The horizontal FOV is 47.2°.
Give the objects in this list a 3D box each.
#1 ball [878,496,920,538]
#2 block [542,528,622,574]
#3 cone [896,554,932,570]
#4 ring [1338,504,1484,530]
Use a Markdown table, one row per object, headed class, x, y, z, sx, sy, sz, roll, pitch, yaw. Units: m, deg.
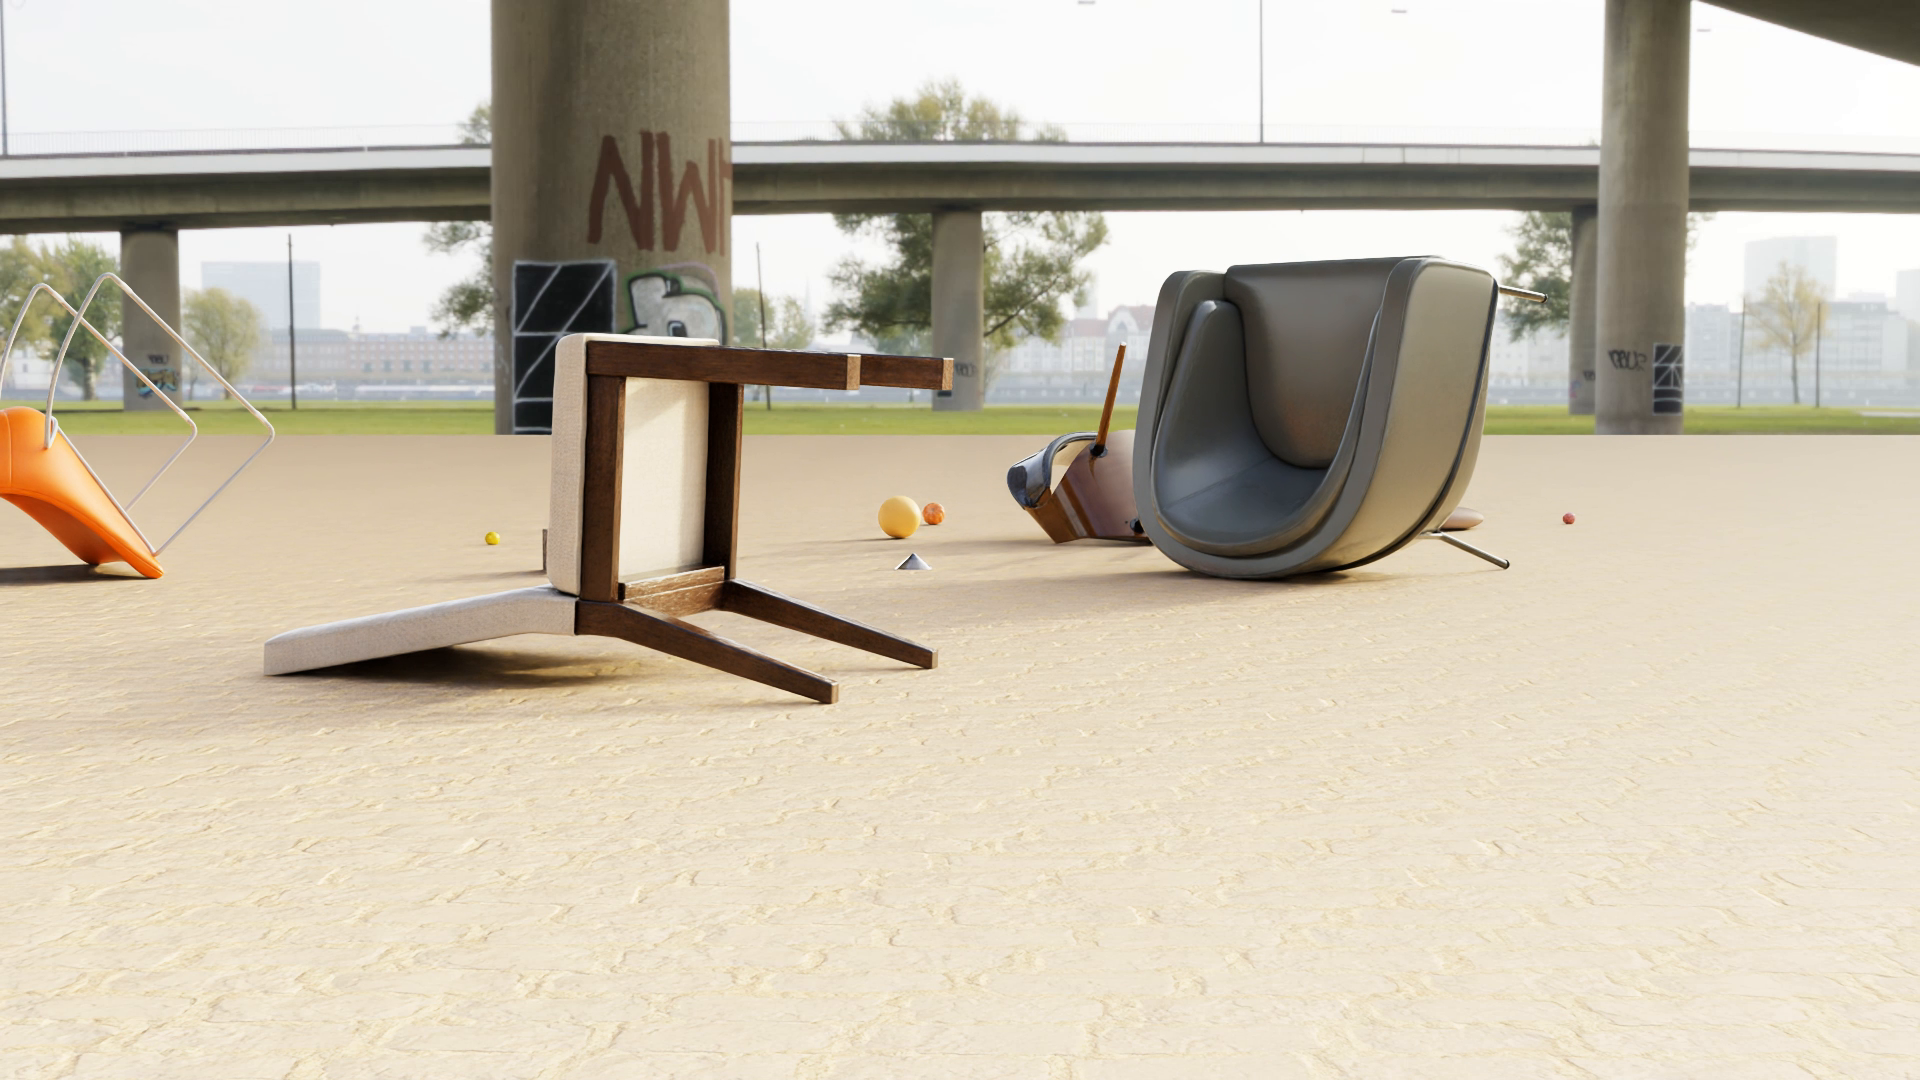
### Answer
| class | x | y | z | sx | sy | sz | roll | pitch | yaw |
| --- | --- | --- | --- | --- | --- | --- | --- | --- | --- |
| ball | -0.182 | -0.069 | 6.608 | 0.129 | 0.129 | 0.129 | 0 | 4 | 0 |
| block | -0.932 | 0.026 | 5.427 | 0.168 | 0.101 | 0.166 | -1 | 4 | -20 |
| cone | -0.116 | 0.052 | 5.505 | 0.096 | 0.040 | 0.082 | 0 | 4 | 7 |
| ring | 1.459 | -0.072 | 7.129 | 0.466 | 0.066 | 0.436 | 1 | 4 | 14 |
